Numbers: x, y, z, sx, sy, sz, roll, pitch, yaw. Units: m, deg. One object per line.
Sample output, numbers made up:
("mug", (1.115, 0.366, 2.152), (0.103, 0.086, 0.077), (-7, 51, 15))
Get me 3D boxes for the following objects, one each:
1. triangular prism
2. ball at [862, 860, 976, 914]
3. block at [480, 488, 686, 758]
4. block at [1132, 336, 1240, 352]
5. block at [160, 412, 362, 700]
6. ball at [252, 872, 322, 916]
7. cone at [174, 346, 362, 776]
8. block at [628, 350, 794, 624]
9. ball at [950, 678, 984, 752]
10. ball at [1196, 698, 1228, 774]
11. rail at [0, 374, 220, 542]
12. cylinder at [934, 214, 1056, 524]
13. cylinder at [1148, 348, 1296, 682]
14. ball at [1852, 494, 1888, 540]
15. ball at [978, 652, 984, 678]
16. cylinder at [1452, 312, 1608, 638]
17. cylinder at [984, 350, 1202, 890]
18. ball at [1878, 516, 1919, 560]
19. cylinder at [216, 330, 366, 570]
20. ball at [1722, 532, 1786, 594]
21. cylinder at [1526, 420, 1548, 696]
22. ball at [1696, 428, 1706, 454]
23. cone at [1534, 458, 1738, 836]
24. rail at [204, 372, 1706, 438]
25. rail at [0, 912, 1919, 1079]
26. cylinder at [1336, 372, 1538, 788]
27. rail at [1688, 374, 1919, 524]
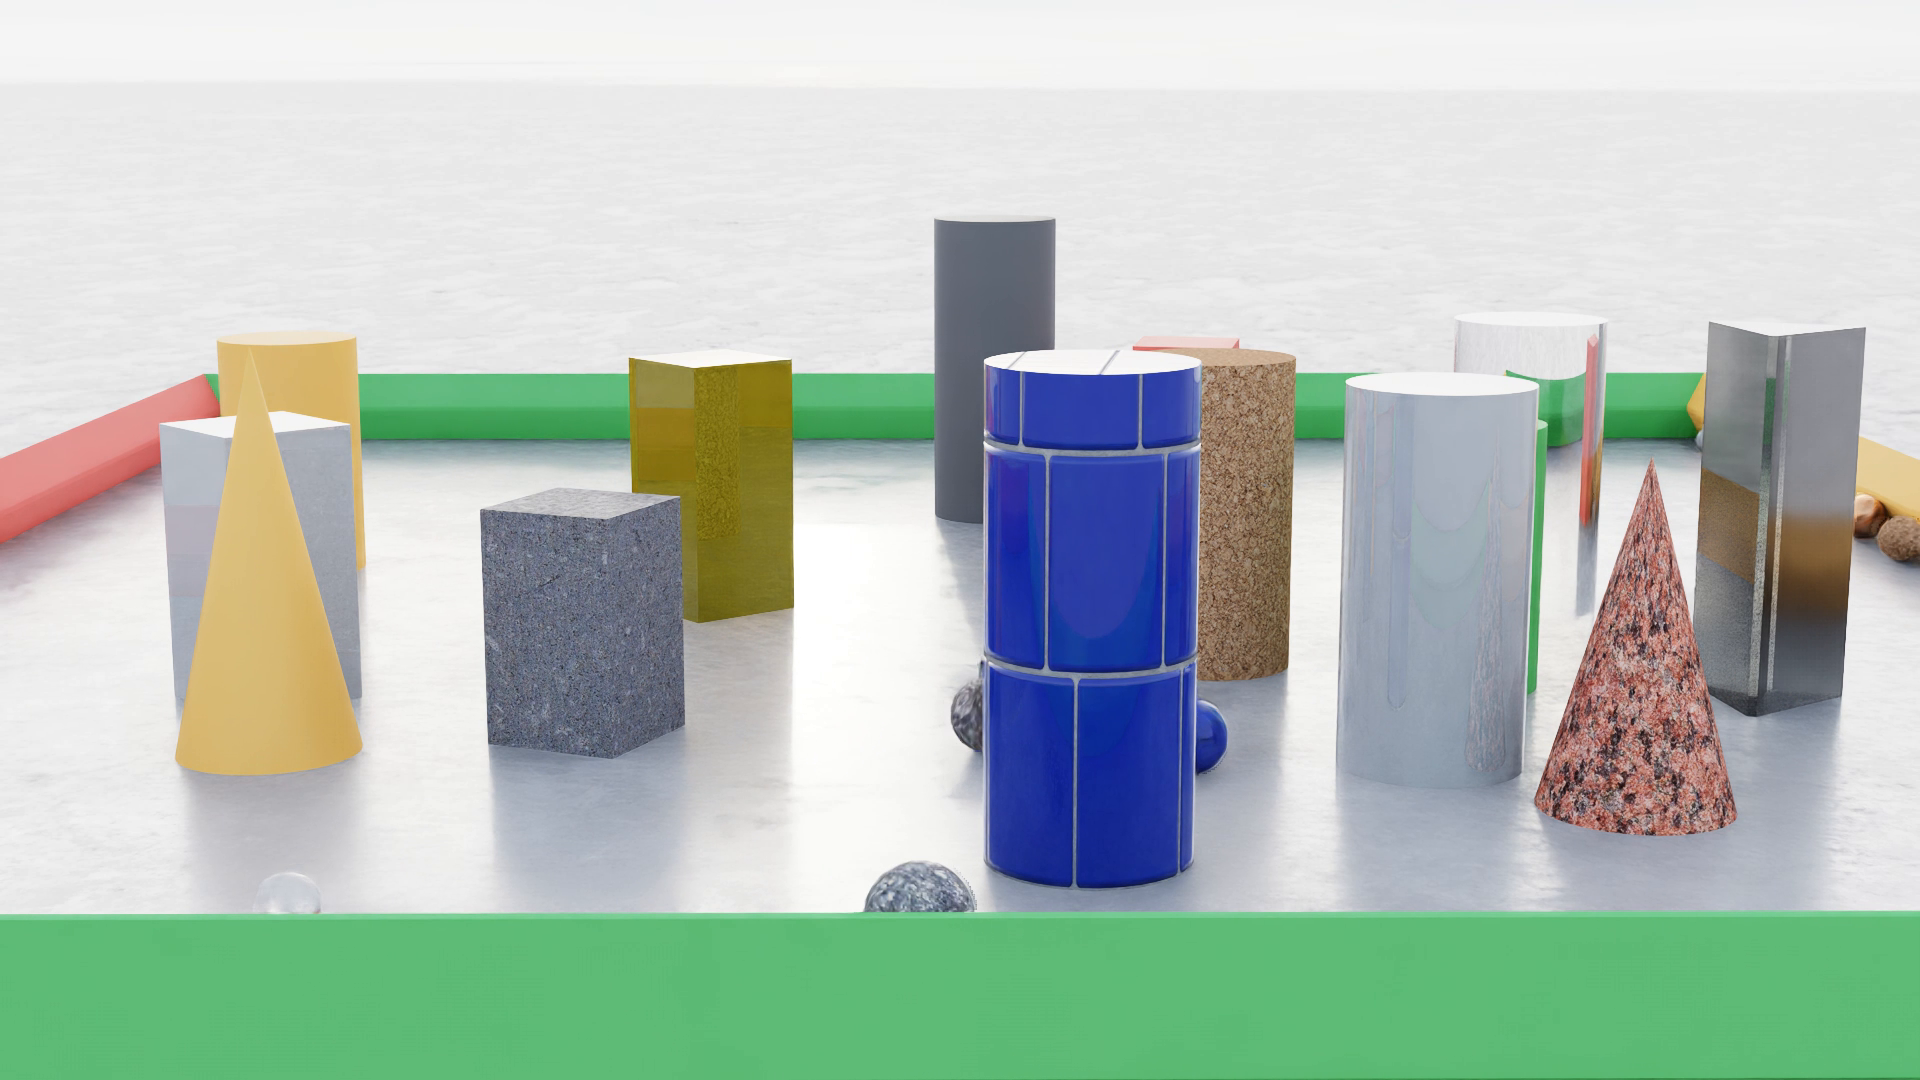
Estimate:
("triangular prism", (0.918, -0.032, 2.969), (0.170, 0.432, 0.147), (-8, 13, -36))
("ball", (-0.033, 0.306, 2.079), (0.092, 0.092, 0.092), (0, 11, 0))
("block", (-0.410, 0.087, 2.802), (0.157, 0.259, 0.157), (4, 11, 23))
("block", (0.363, -0.176, 4.138), (0.157, 0.288, 0.157), (2, 11, 10))
("block", (-0.807, 0.025, 2.966), (0.157, 0.321, 0.157), (-10, 14, -42))
("ball", (-0.567, 0.308, 2.162), (0.057, 0.057, 0.057), (0, 11, 0))
("cone", (-0.742, 0.011, 2.719), (0.196, 0.437, 0.196), (0, 11, 0))
("block", (-0.335, -0.077, 3.463), (0.157, 0.339, 0.157), (-9, 14, -39))
("ball", (0.029, 0.187, 2.750), (0.080, 0.080, 0.080), (0, 11, 0))
("ball", (0.238, 0.203, 2.663), (0.081, 0.081, 0.081), (0, 11, 0))
("rail", (-1.452, 0.034, 3.441), (0.045, 0.127, 3.264), (0, 11, 0))
("cylinder", (0.056, -0.280, 4.169), (0.196, 0.482, 0.196), (0, 11, 0))
("cylinder", (0.307, -0.035, 3.130), (0.196, 0.379, 0.196), (0, 11, 0))
("ball", (1.403, -0.036, 3.981), (0.070, 0.070, 0.070), (0, 11, 0))
("ball", (0.069, 0.151, 2.898), (0.098, 0.098, 0.098), (0, 11, 0))
("cylinder", (0.740, -0.089, 3.361), (0.196, 0.401, 0.196), (0, 11, 0))
("cylinder", (0.119, 0.068, 2.344), (0.196, 0.463, 0.196), (0, 11, 0))
("ball", (1.399, -0.002, 3.809), (0.066, 0.066, 0.066), (0, 11, 0))
("cylinder", (-0.971, -0.126, 3.733), (0.196, 0.338, 0.196), (0, 11, 0))
("ball", (1.104, 0.033, 3.564), (0.086, 0.086, 0.086), (0, 11, 0))
("cylinder", (0.588, 0.016, 3.034), (0.196, 0.313, 0.196), (0, 11, 0))
("ball", (1.415, -0.187, 4.847), (0.051, 0.051, 0.051), (0, 11, 0))
("cone", (0.671, 0.091, 2.518), (0.196, 0.353, 0.196), (0, 11, 0))
("rail", (-0.009, -0.261, 5.030), (2.952, 0.127, 0.045), (0, 11, 0))
("rail", (0.009, 0.326, 1.868), (2.952, 0.127, 0.045), (0, 11, 0))
("cylinder", (0.495, 0.037, 2.673), (0.196, 0.403, 0.196), (0, 11, 0))
("rail", (1.452, 0.031, 3.457), (0.045, 0.127, 3.264), (0, 11, 0))
